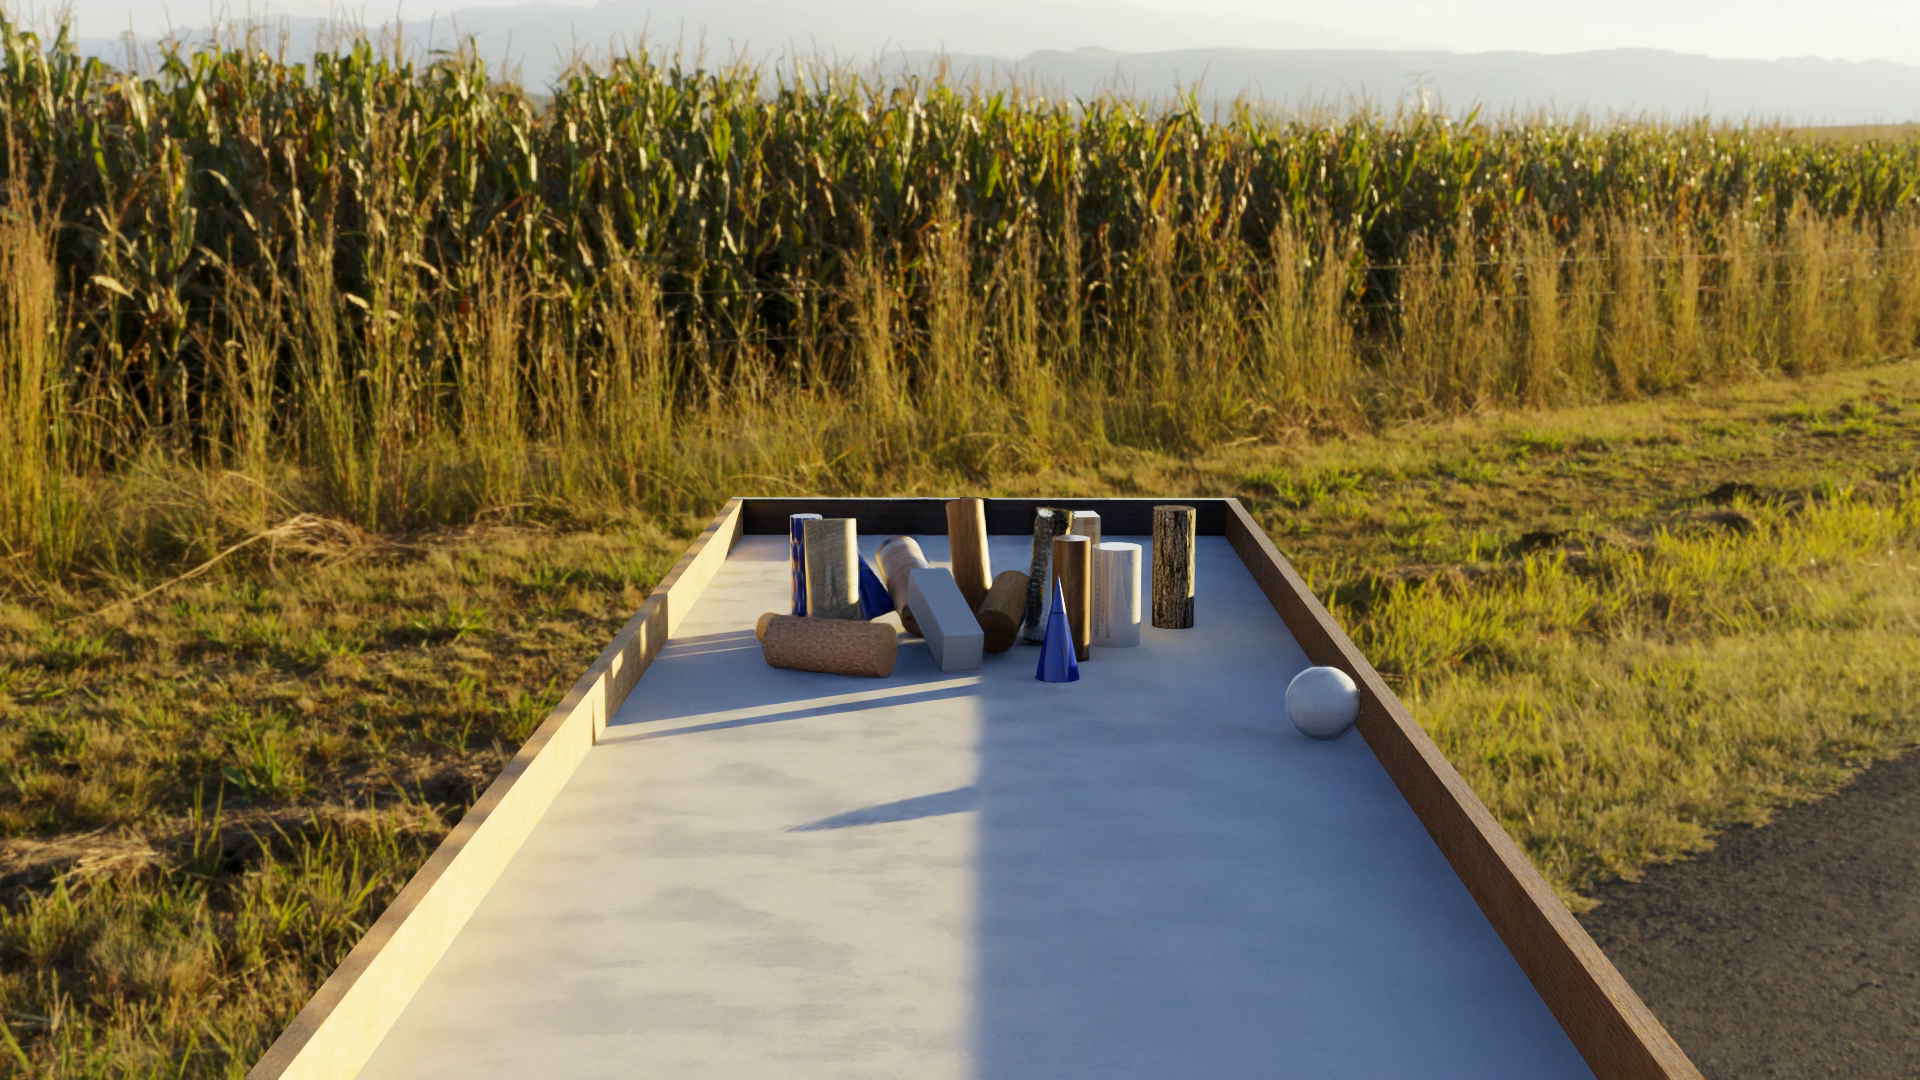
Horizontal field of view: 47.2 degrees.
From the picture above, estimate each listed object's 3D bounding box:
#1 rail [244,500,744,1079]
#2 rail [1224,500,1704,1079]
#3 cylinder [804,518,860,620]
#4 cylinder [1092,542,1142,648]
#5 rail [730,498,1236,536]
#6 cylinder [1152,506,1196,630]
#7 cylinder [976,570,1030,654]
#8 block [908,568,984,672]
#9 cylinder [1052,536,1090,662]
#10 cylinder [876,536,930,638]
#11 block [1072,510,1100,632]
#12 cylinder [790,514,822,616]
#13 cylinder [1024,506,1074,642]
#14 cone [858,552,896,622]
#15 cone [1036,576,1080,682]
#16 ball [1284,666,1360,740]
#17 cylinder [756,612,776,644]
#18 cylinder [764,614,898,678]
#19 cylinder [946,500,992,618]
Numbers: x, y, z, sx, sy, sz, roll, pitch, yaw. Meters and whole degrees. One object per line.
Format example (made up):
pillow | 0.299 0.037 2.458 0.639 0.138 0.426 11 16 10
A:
rail | -1.004 0.839 3.234 0.050 0.150 12.000 0 9 1
rail | 1.046 0.843 3.208 0.050 0.150 12.000 0 9 1
cylinder | -0.403 0.126 6.944 0.165 0.381 0.165 -2 3 0
cylinder | 0.492 0.173 6.929 0.155 0.310 0.155 0 9 0
rail | 0.099 -0.098 9.147 2.100 0.150 0.050 0 9 1
cylinder | 0.700 0.088 7.210 0.138 0.390 0.138 0 9 0
cylinder | 0.138 0.225 6.974 0.143 0.143 0.426 1 16 9
block | -0.047 0.238 6.721 0.121 0.121 0.448 -2 26 -15
cylinder | 0.337 0.178 6.694 0.116 0.373 0.116 0 9 0
cylinder | -0.159 0.149 7.191 0.157 0.157 0.417 -2 27 -14
block | 0.379 0.101 7.172 0.133 0.375 0.133 -1 9 -7
cylinder | -0.502 0.102 7.193 0.103 0.366 0.103 0 9 0
cylinder | 0.280 0.111 6.942 0.120 0.418 0.120 5 6 -1
cone | -0.332 0.105 7.223 0.160 0.315 0.160 -21 1 1
cone | 0.286 0.250 6.434 0.132 0.311 0.132 0 9 0
ball | 0.943 0.423 5.722 0.193 0.193 0.193 0 9 0
cylinder | -0.460 0.296 6.816 0.380 0.102 0.102 7 12 39
cylinder | -0.384 0.313 6.530 0.365 0.159 0.159 4 10 23
cylinder | 0.035 0.072 7.235 0.124 0.395 0.124 -6 -11 -1
